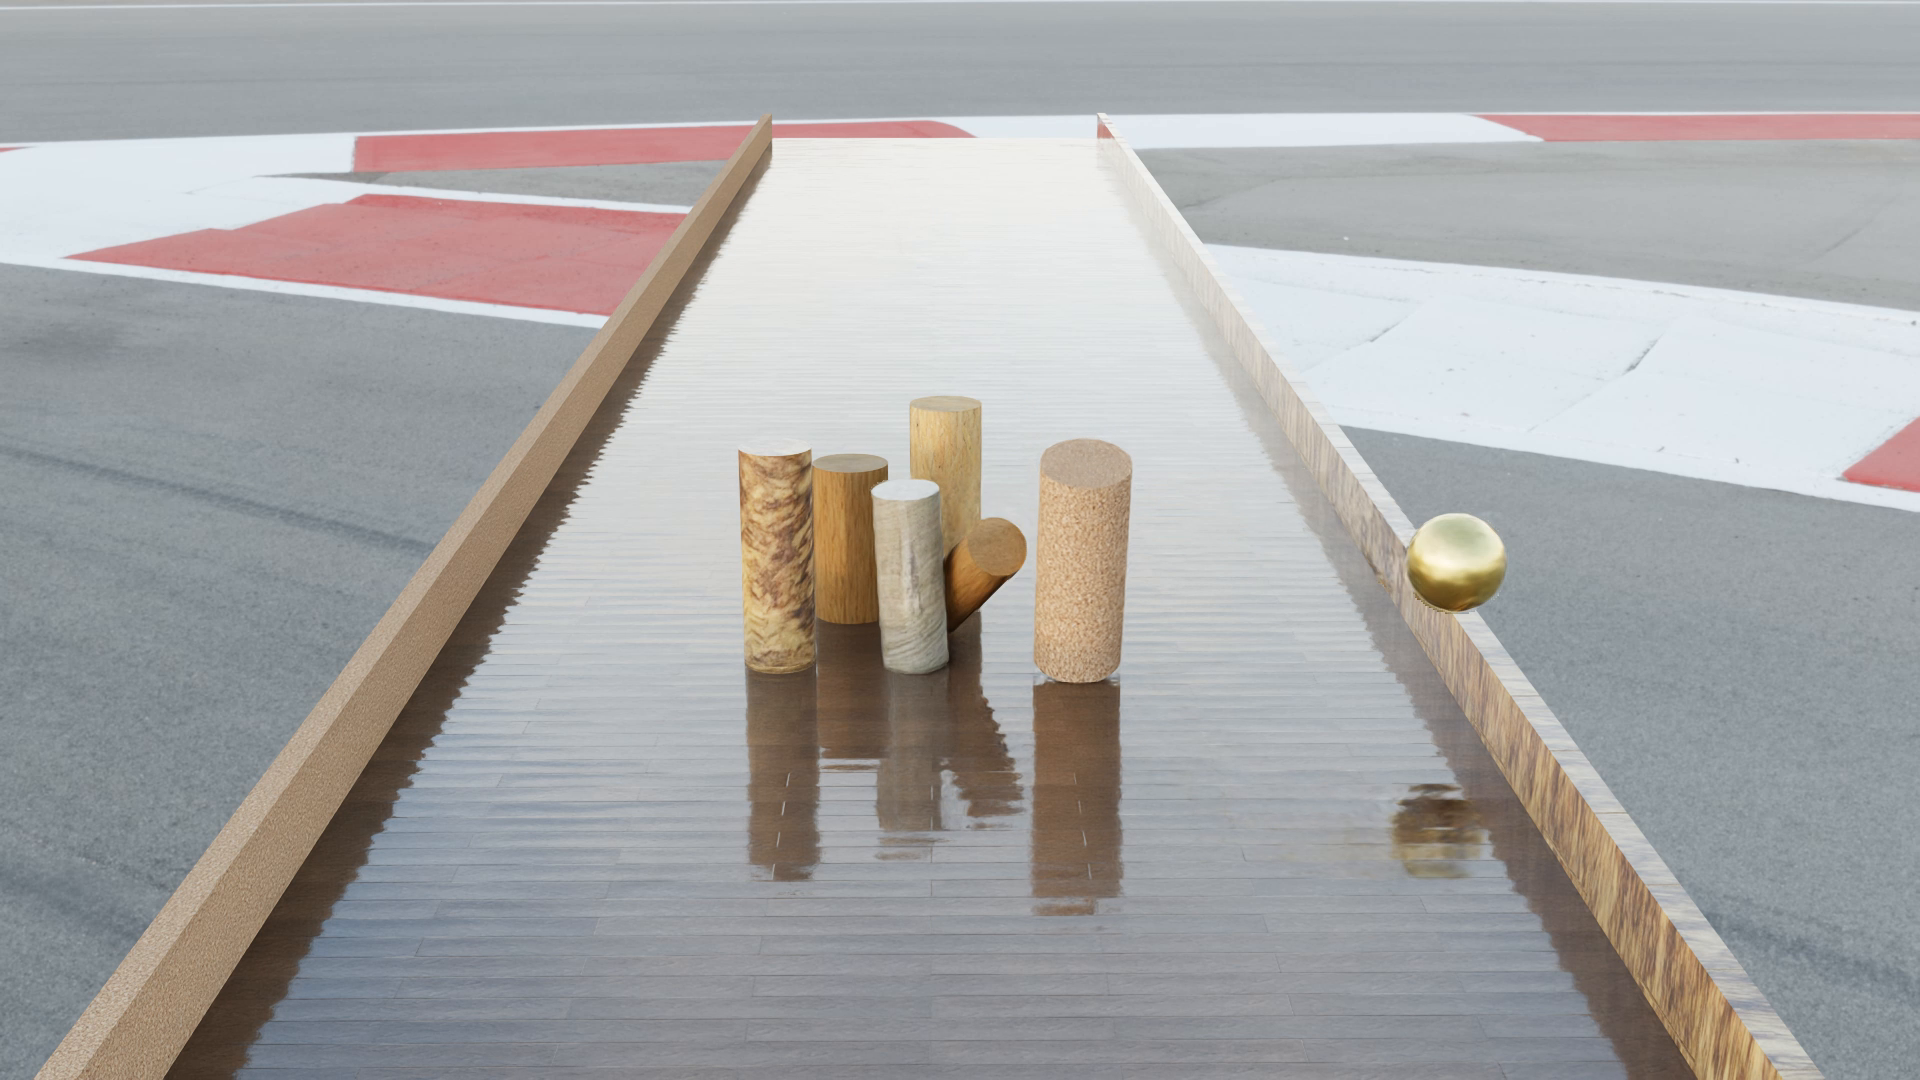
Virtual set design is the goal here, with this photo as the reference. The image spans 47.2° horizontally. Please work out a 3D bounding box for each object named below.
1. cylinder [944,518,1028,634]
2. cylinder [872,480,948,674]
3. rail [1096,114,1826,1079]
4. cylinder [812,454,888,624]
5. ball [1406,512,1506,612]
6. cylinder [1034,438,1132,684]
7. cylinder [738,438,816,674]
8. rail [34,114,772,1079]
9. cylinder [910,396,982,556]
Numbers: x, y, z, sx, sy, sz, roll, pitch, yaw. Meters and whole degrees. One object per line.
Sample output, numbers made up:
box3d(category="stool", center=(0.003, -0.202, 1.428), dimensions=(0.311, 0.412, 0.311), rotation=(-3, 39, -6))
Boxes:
box3d(category="cylinder", center=(0.012, 0.077, 4.412), dimensions=(0.121, 0.121, 0.379), rotation=(-7, -17, -22))
box3d(category="cylinder", center=(-0.098, 0.072, 4.335), dimensions=(0.133, 0.362, 0.133), rotation=(-2, 19, 1))
box3d(category="rail", center=(0.932, -0.844, 7.801), dimensions=(0.050, 0.150, 12.000), rotation=(0, 17, -1))
box3d(category="cylinder", center=(-0.231, -0.004, 4.661), dimensions=(0.159, 0.330, 0.159), rotation=(0, 17, 0))
box3d(category="ball", center=(0.927, 0.041, 4.110), dimensions=(0.185, 0.185, 0.185), rotation=(0, 17, 0))
box3d(category="cylinder", center=(0.234, 0.043, 4.230), dimensions=(0.173, 0.454, 0.173), rotation=(0, 35, 0))
box3d(category="cylinder", center=(-0.360, 0.031, 4.346), dimensions=(0.143, 0.443, 0.143), rotation=(0, 17, 0))
box3d(category="rail", center=(-1.118, -0.838, 7.780), dimensions=(0.050, 0.150, 12.000), rotation=(0, 17, -1))
box3d(category="cylinder", center=(-0.031, -0.104, 4.866), dimensions=(0.158, 0.405, 0.158), rotation=(0, 17, 0))
